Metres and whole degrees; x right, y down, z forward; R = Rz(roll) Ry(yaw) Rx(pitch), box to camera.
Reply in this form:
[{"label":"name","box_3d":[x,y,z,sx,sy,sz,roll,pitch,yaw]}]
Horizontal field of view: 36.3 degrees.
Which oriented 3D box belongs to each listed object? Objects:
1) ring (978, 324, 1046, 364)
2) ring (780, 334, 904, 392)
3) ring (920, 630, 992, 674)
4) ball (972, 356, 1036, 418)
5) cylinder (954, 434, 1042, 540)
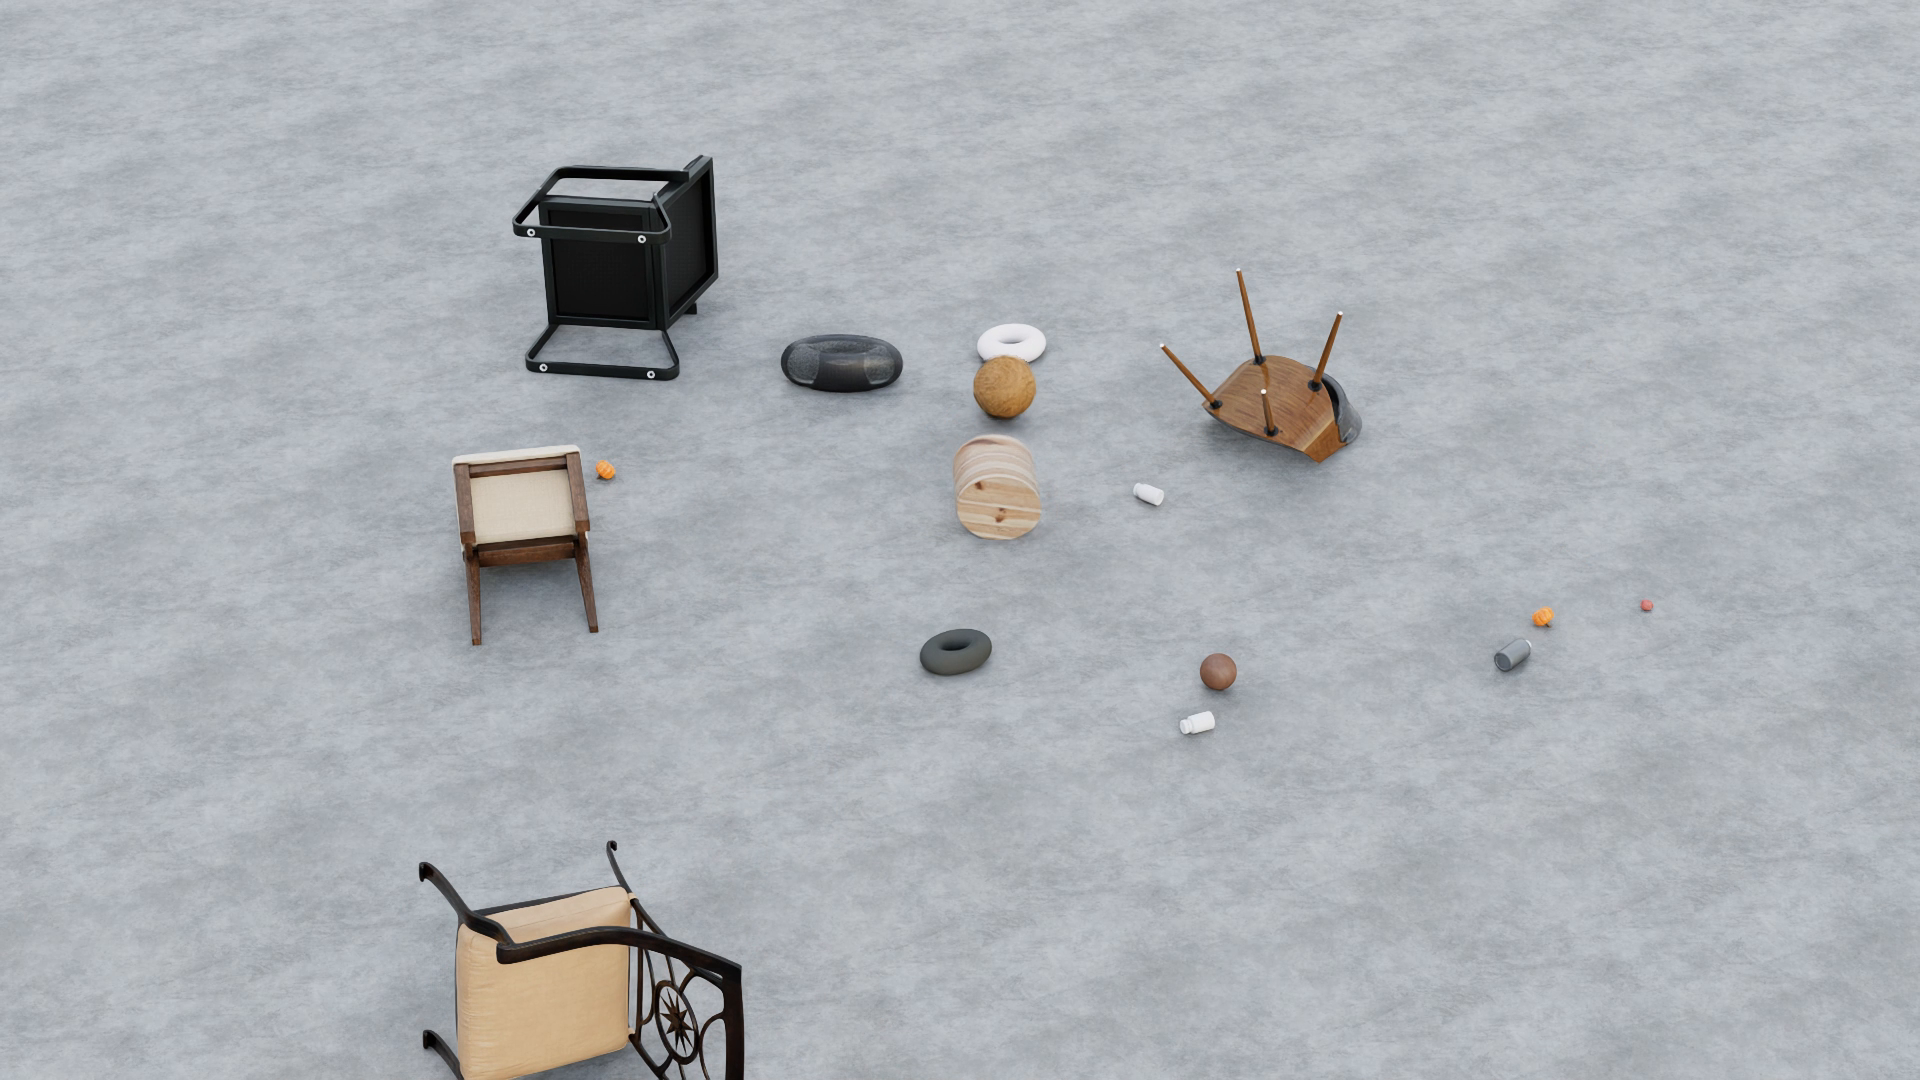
[{"label":"ring","box_3d":[0.212,-0.806,12.088,0.297,0.089,0.257,-19,37,-27]},{"label":"ring","box_3d":[-0.478,-0.716,11.875,0.499,0.176,0.243,1,31,0]},{"label":"ring","box_3d":[-0.014,0.391,10.269,0.266,0.092,0.187,-15,35,-20]},{"label":"ball","box_3d":[0.175,-0.605,11.637,0.249,0.249,0.249,0,33,0]},{"label":"cylinder","box_3d":[0.138,-0.200,10.998,0.314,0.273,0.312,8,32,-9]}]
